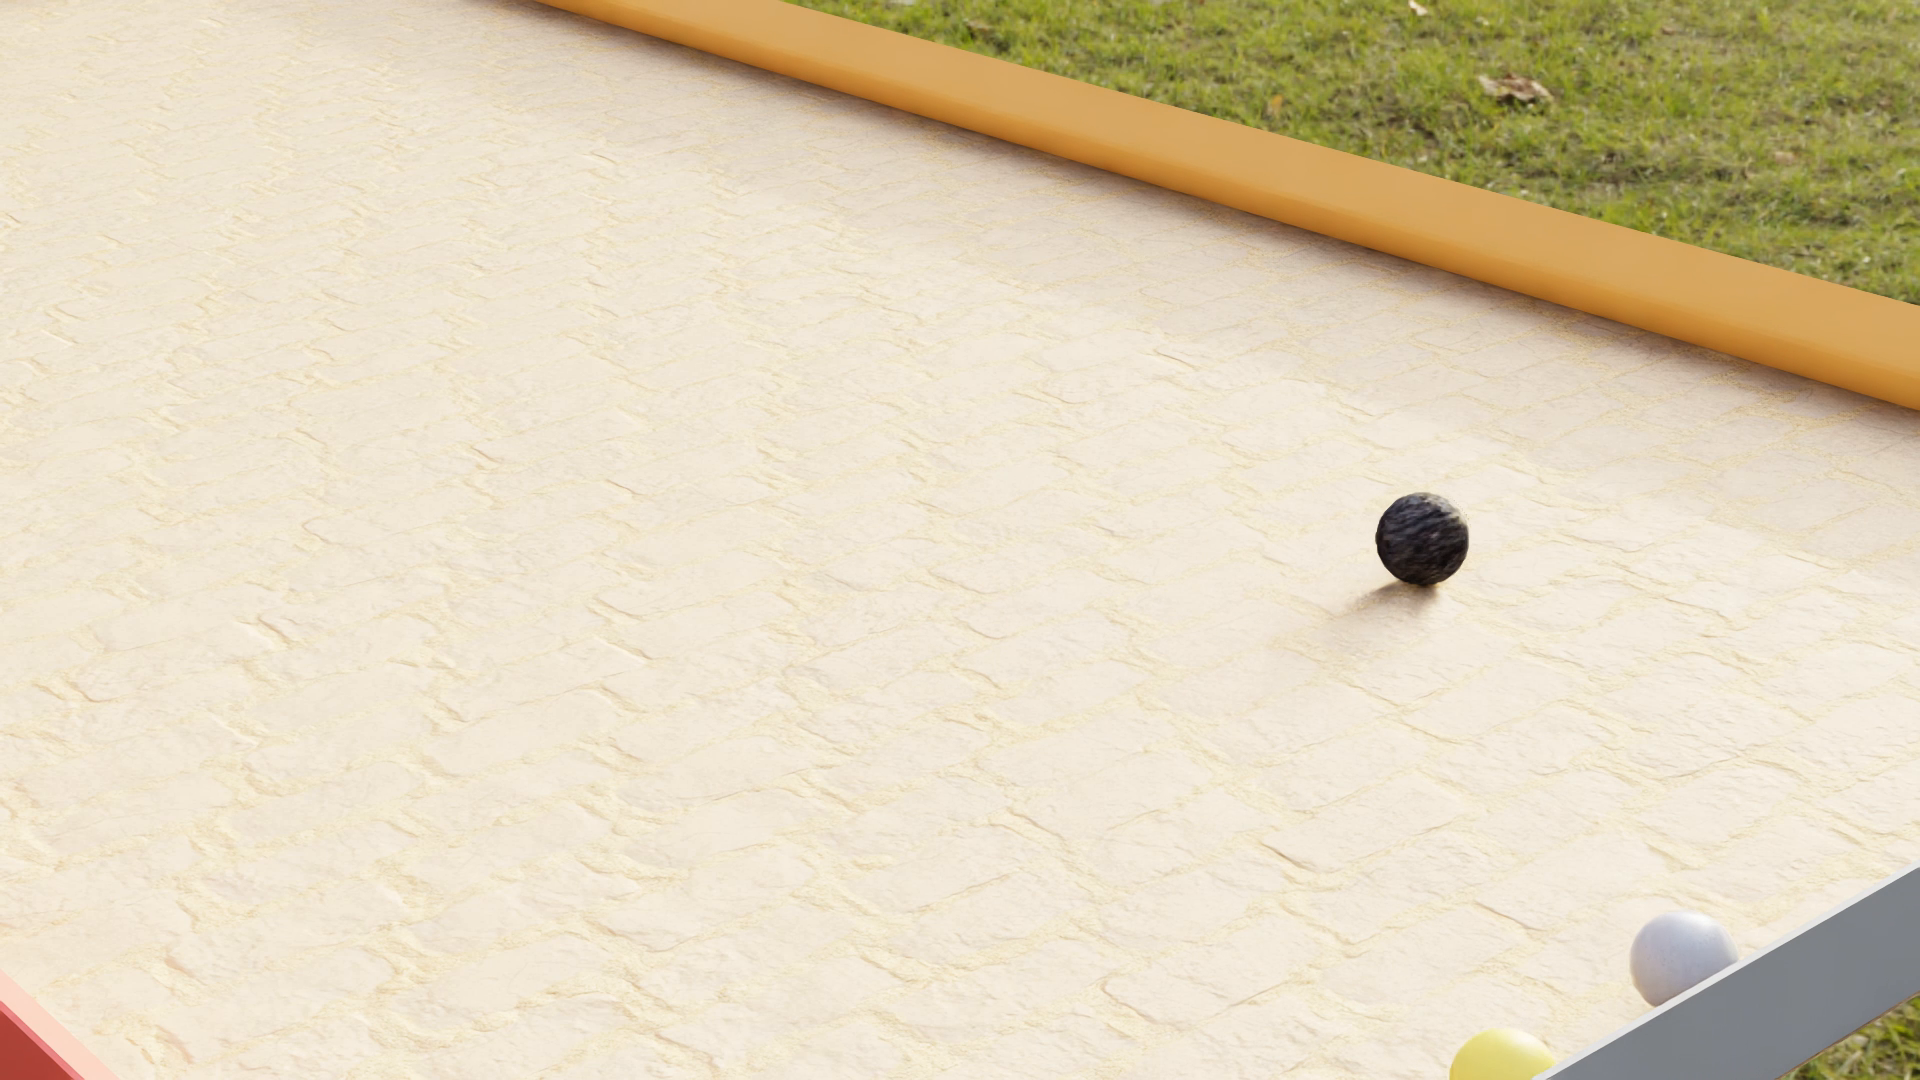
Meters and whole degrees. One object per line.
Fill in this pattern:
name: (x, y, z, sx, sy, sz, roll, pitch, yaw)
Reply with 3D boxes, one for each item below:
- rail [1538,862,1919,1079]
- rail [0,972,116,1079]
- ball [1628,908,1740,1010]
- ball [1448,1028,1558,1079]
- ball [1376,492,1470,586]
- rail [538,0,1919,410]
rail: (0.565, 0.233, 1.810, 1.895, 0.099, 0.045, -18, 29, -37)
rail: (-1.280, -0.045, 2.477, 0.045, 0.099, 3.553, -18, 29, -37)
ball: (0.442, 0.259, 1.794, 0.066, 0.066, 0.066, 0, 23, 0)
ball: (0.310, 0.310, 1.675, 0.063, 0.063, 0.063, 0, 23, 0)
ball: (0.378, -0.001, 2.403, 0.076, 0.076, 0.076, 0, 23, 0)
rail: (0.119, -0.511, 3.592, 0.045, 0.099, 3.553, -18, 29, -37)
